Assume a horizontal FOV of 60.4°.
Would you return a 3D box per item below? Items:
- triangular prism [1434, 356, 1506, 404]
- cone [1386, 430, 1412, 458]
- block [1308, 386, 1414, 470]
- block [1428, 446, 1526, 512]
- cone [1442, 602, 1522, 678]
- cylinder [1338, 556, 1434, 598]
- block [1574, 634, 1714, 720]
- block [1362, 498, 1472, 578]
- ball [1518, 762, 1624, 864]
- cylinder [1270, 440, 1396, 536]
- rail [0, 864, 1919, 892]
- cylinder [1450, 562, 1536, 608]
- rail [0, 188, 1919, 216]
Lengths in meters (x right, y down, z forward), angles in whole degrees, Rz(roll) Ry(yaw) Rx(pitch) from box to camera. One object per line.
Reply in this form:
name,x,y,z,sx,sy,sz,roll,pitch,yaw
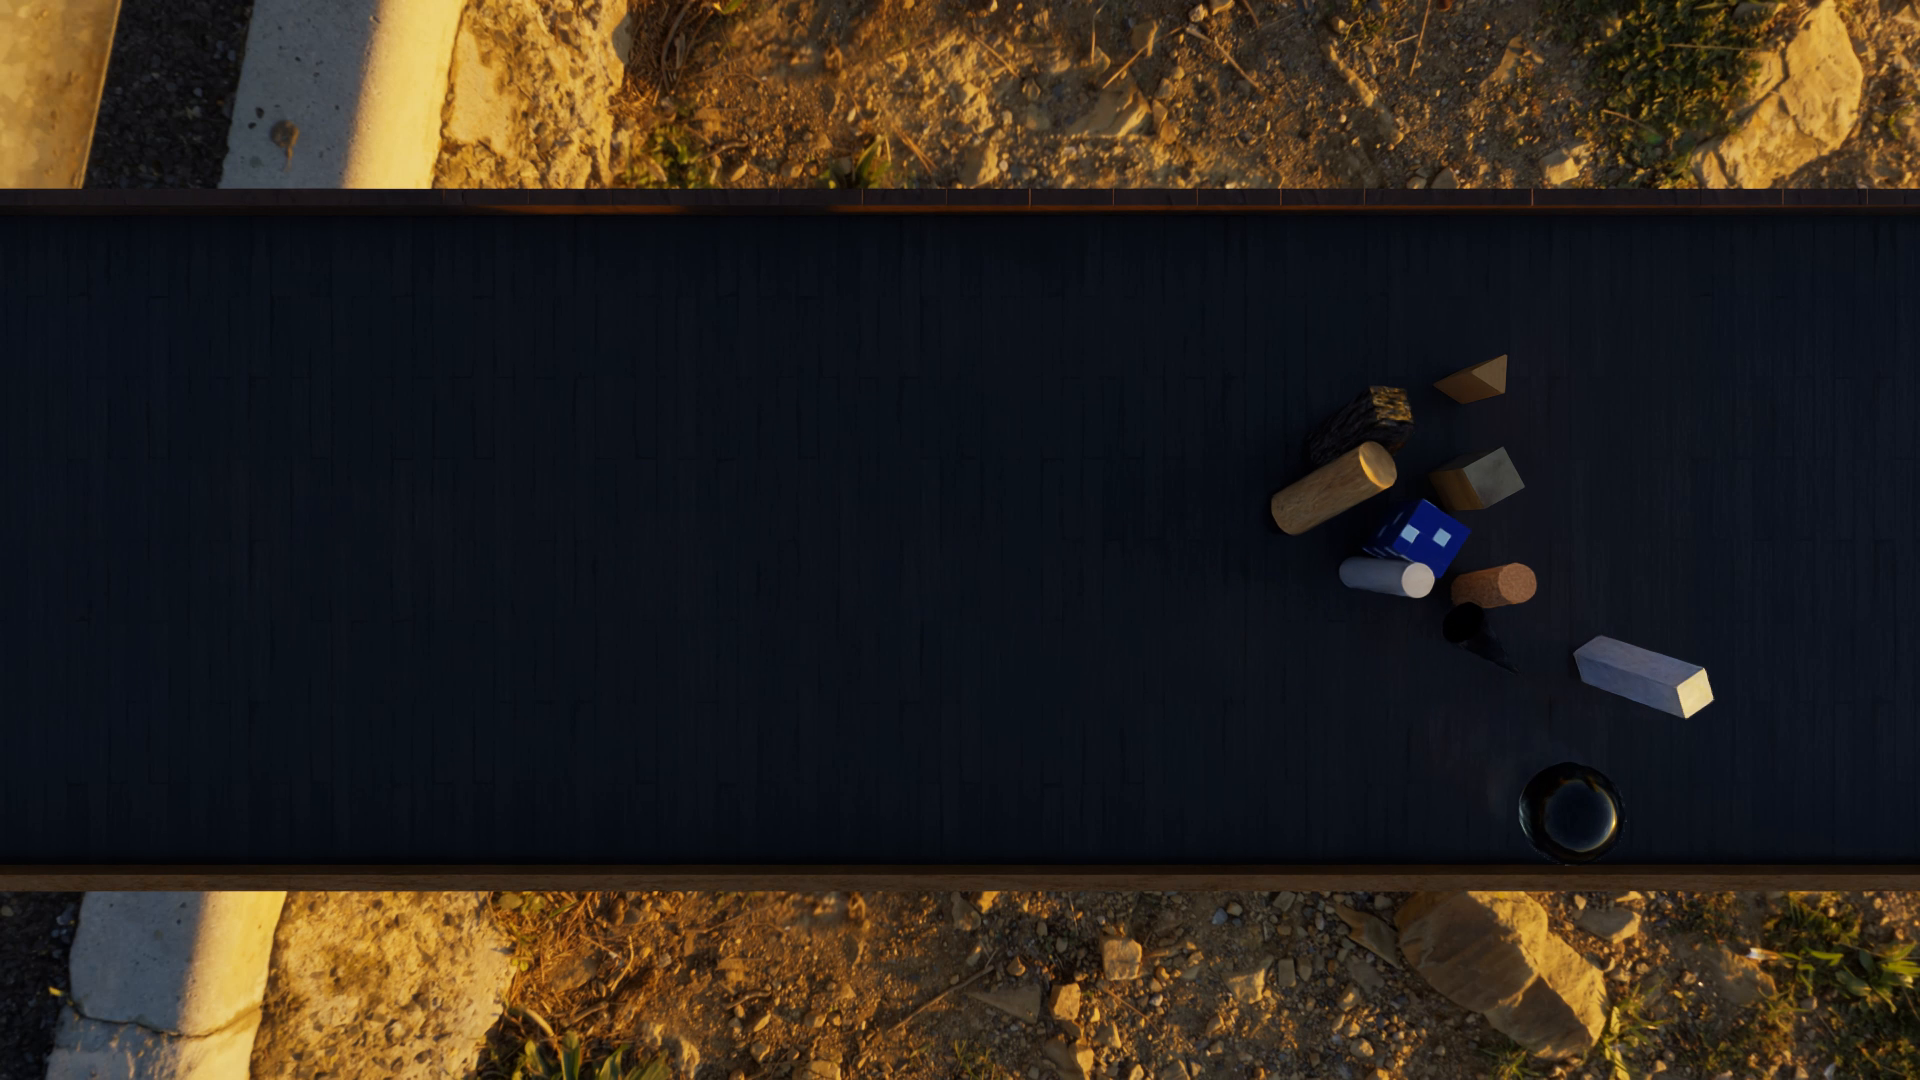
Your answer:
triangular prism,1.529,-0.488,4.886,0.110,0.382,0.095,34,90,0
cone,1.297,-0.315,4.915,0.155,0.310,0.155,0,88,-5
block,1.185,-0.318,4.892,0.127,0.325,0.127,3,64,-23
block,1.525,-0.178,4.894,0.132,0.366,0.132,-29,90,0
cone,1.616,0.337,4.996,0.340,0.137,0.137,38,90,-28
cylinder,1.254,0.106,4.869,0.100,0.403,0.100,-1,93,-13
block,2.007,0.399,4.860,0.109,0.405,0.109,-29,110,-15
block,1.351,-0.001,4.901,0.167,0.348,0.167,33,89,0
ball,1.825,0.815,4.928,0.298,0.298,0.298,0,90,0
cylinder,1.103,-0.150,4.889,0.148,0.369,0.148,16,59,-29
rail,-2.247,1.025,5.001,12.000,0.150,0.050,0,90,0
cylinder,1.579,0.141,4.895,0.115,0.349,0.115,1,84,-6
rail,-2.247,-1.025,5.002,12.000,0.150,0.050,0,90,0
